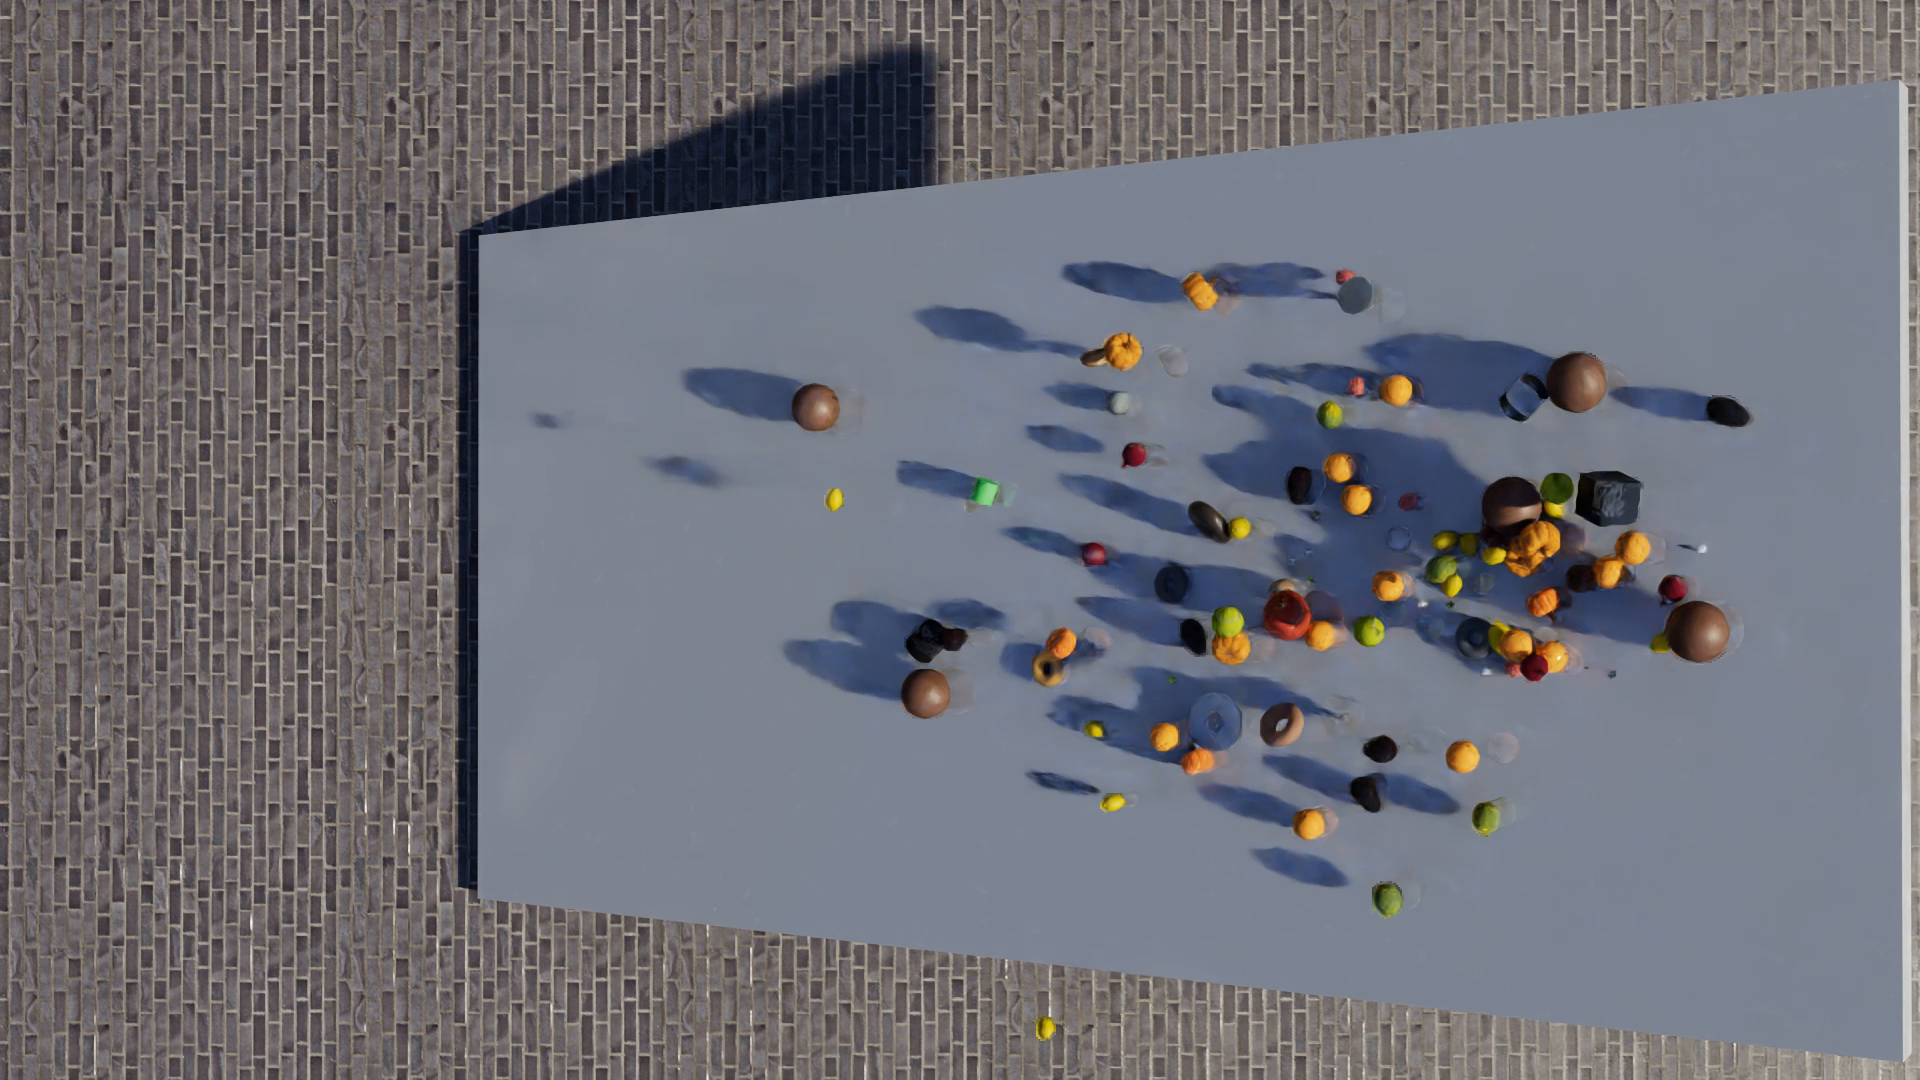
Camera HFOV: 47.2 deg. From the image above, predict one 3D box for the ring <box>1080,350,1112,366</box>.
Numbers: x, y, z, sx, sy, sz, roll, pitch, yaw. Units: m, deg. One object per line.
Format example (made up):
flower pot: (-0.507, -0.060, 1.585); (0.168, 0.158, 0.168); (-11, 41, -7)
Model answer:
ring: (0.336, -0.449, 5.427); (0.077, 0.077, 0.026); (-12, 109, 0)

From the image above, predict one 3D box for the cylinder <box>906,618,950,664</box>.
cylinder: (-0.083, 0.263, 5.703); (0.083, 0.083, 0.083); (47, 117, 0)

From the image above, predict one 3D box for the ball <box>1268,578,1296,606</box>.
ball: (0.758, 0.123, 5.178); (0.062, 0.062, 0.062); (0, 90, 0)

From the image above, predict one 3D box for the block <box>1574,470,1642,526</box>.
block: (1.368, -0.089, 4.641); (0.090, 0.090, 0.090); (-5, 110, -18)

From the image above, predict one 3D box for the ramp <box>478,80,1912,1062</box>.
ramp: (0.258, 0.071, 5.595); (4.000, 0.100, 2.000); (0, 89, 33)

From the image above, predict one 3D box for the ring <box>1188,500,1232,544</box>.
ring: (0.597, -0.042, 5.254); (0.129, 0.129, 0.043); (44, 82, 0)

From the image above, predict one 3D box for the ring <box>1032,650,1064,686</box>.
ring: (0.222, 0.323, 5.539); (0.094, 0.031, 0.094); (-1, 88, 33)

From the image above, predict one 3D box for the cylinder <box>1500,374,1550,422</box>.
cylinder: (1.244, -0.313, 4.849); (0.076, 0.076, 0.076); (37, 131, 0)

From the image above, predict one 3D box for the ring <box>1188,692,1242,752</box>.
ring: (0.612, 0.437, 5.278); (0.143, 0.048, 0.143); (-1, 88, 33)

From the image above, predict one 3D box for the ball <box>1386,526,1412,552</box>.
ball: (1.004, -0.003, 5.024); (0.058, 0.058, 0.058); (0, 90, 0)

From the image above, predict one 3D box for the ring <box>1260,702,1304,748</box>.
ring: (0.734, 0.422, 5.020); (0.111, 0.111, 0.037); (-50, 129, 0)

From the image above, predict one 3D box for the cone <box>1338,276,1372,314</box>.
cone: (0.926, -0.552, 5.045); (0.087, 0.087, 0.087); (-6, 79, 36)

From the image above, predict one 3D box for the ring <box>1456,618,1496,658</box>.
ring: (1.158, 0.220, 4.940); (0.094, 0.031, 0.094); (1, 91, 32)

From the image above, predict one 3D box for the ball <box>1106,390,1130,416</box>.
ball: (0.390, -0.338, 5.419); (0.061, 0.061, 0.061); (0, 90, 0)

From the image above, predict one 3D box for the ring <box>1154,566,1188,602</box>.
ring: (0.514, 0.108, 5.354); (0.091, 0.030, 0.091); (-1, 87, 33)
